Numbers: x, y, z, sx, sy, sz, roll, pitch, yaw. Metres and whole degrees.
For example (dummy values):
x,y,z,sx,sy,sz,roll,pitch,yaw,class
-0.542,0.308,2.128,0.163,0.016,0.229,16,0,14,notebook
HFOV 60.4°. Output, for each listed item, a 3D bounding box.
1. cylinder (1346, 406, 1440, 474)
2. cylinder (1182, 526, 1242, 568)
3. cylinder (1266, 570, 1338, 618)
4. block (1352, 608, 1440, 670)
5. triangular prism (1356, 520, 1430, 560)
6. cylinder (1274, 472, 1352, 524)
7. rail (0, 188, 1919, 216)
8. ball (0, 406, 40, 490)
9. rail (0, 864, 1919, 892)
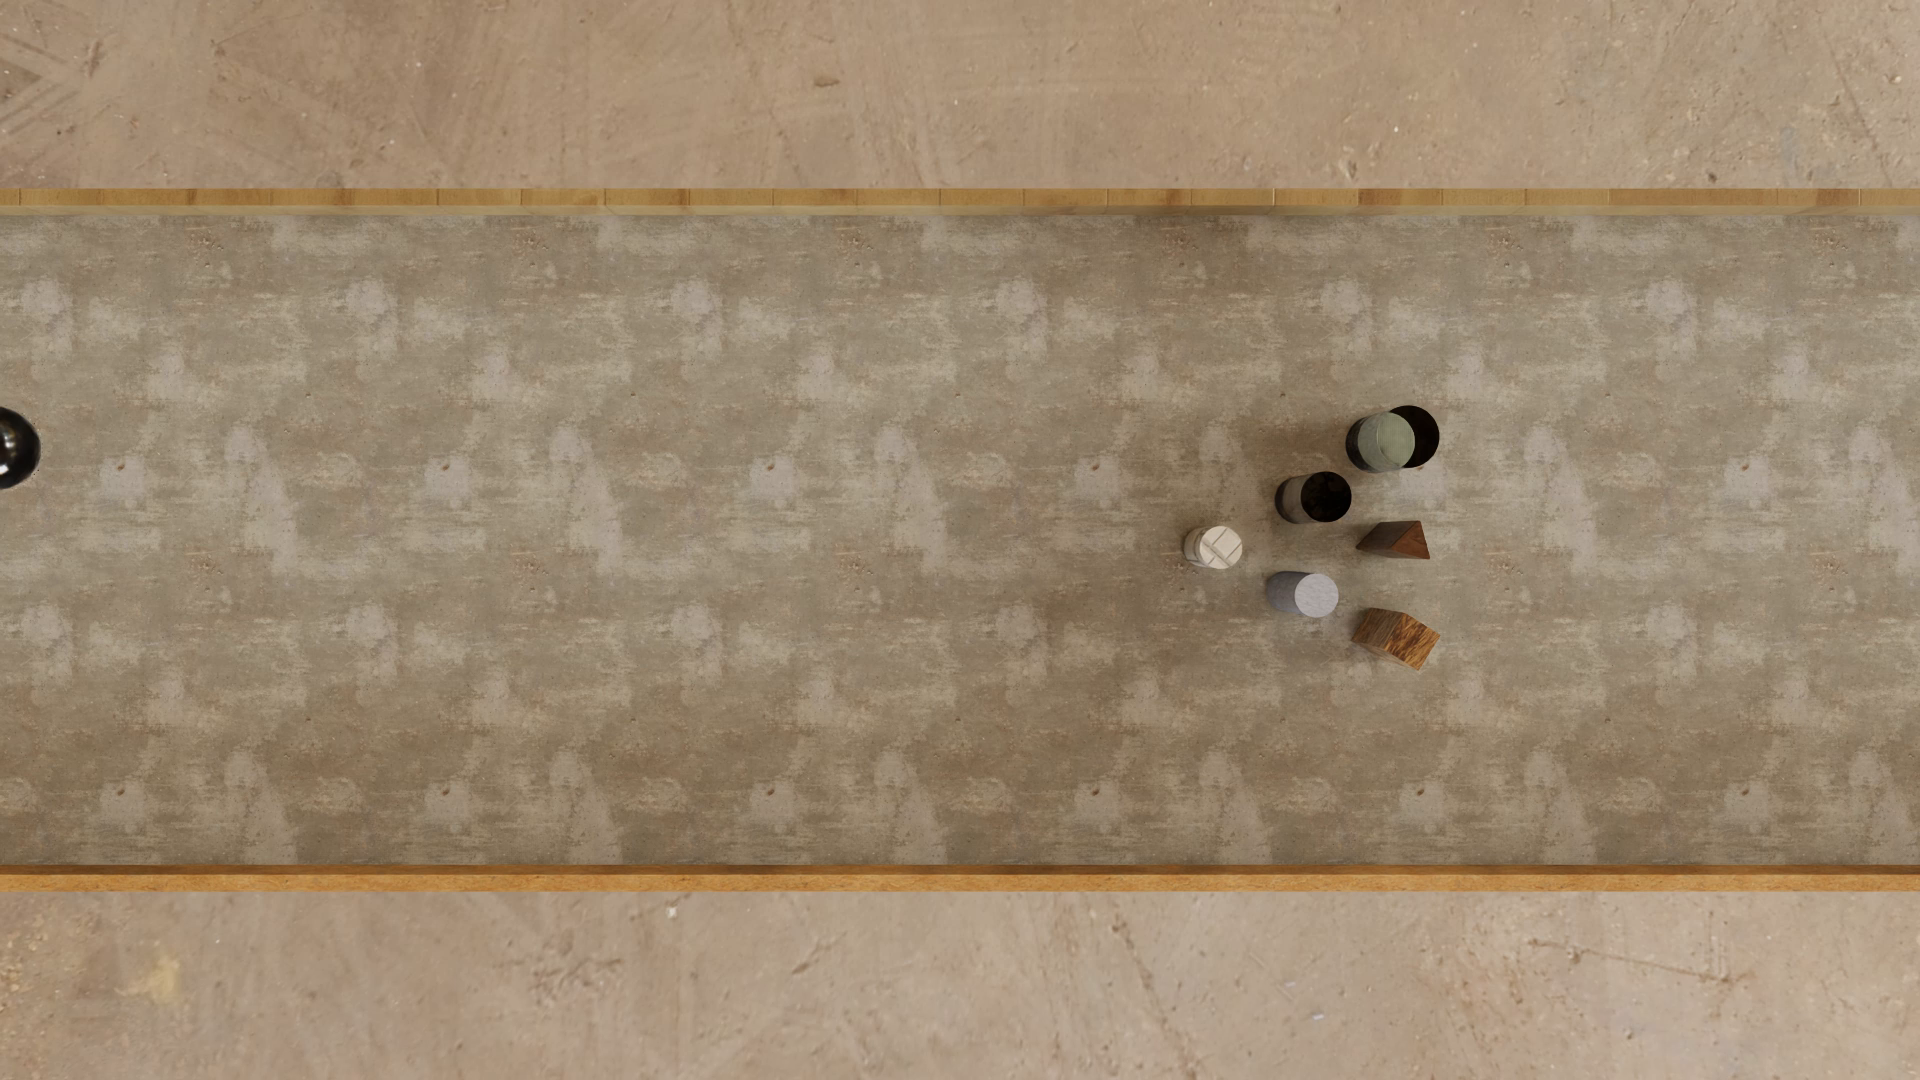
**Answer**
x,y,z,sx,sy,sz,roll,pitch,yaw,class
1.276,-0.294,4.886,0.179,0.381,0.179,0,90,0,cylinder
0.747,0.022,4.899,0.122,0.356,0.122,0,90,0,cylinder
1.005,0.157,4.862,0.124,0.429,0.124,0,90,0,cylinder
1.284,0.289,4.881,0.120,0.390,0.120,32,90,0,block
1.285,-0.008,4.867,0.113,0.419,0.098,15,90,0,triangular prism
1.041,-0.123,4.884,0.146,0.385,0.146,0,90,0,cylinder
-2.247,-1.025,5.002,12.000,0.150,0.050,0,90,0,rail
-2.904,-0.275,4.948,0.256,0.256,0.256,0,90,0,ball
-2.247,1.025,5.001,12.000,0.150,0.050,0,90,0,rail
